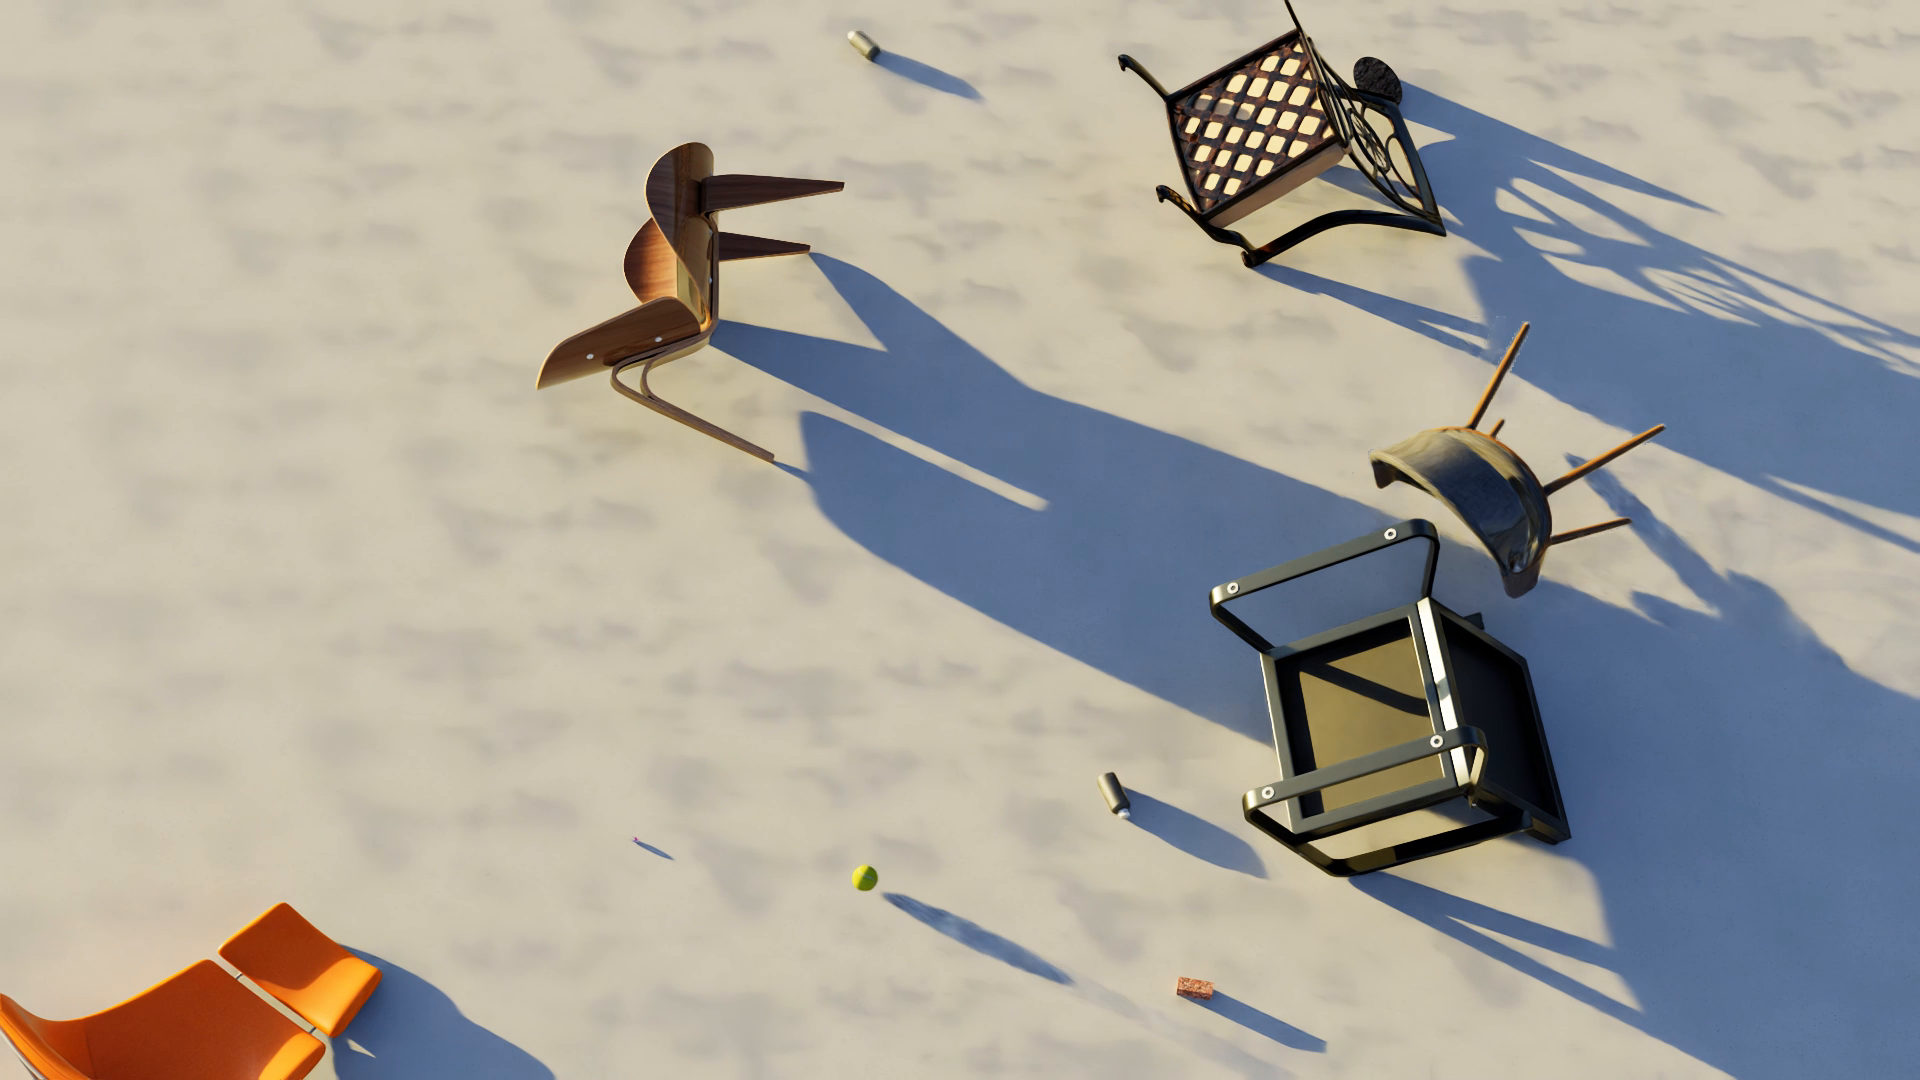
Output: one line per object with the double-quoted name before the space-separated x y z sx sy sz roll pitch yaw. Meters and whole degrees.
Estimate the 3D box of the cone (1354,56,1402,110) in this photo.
"cone" 1.441 -1.603 7.602 0.215 0.133 0.171 47 25 -16

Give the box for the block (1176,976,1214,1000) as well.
"block" 0.615 1.175 5.761 0.091 0.041 0.034 9 57 6
